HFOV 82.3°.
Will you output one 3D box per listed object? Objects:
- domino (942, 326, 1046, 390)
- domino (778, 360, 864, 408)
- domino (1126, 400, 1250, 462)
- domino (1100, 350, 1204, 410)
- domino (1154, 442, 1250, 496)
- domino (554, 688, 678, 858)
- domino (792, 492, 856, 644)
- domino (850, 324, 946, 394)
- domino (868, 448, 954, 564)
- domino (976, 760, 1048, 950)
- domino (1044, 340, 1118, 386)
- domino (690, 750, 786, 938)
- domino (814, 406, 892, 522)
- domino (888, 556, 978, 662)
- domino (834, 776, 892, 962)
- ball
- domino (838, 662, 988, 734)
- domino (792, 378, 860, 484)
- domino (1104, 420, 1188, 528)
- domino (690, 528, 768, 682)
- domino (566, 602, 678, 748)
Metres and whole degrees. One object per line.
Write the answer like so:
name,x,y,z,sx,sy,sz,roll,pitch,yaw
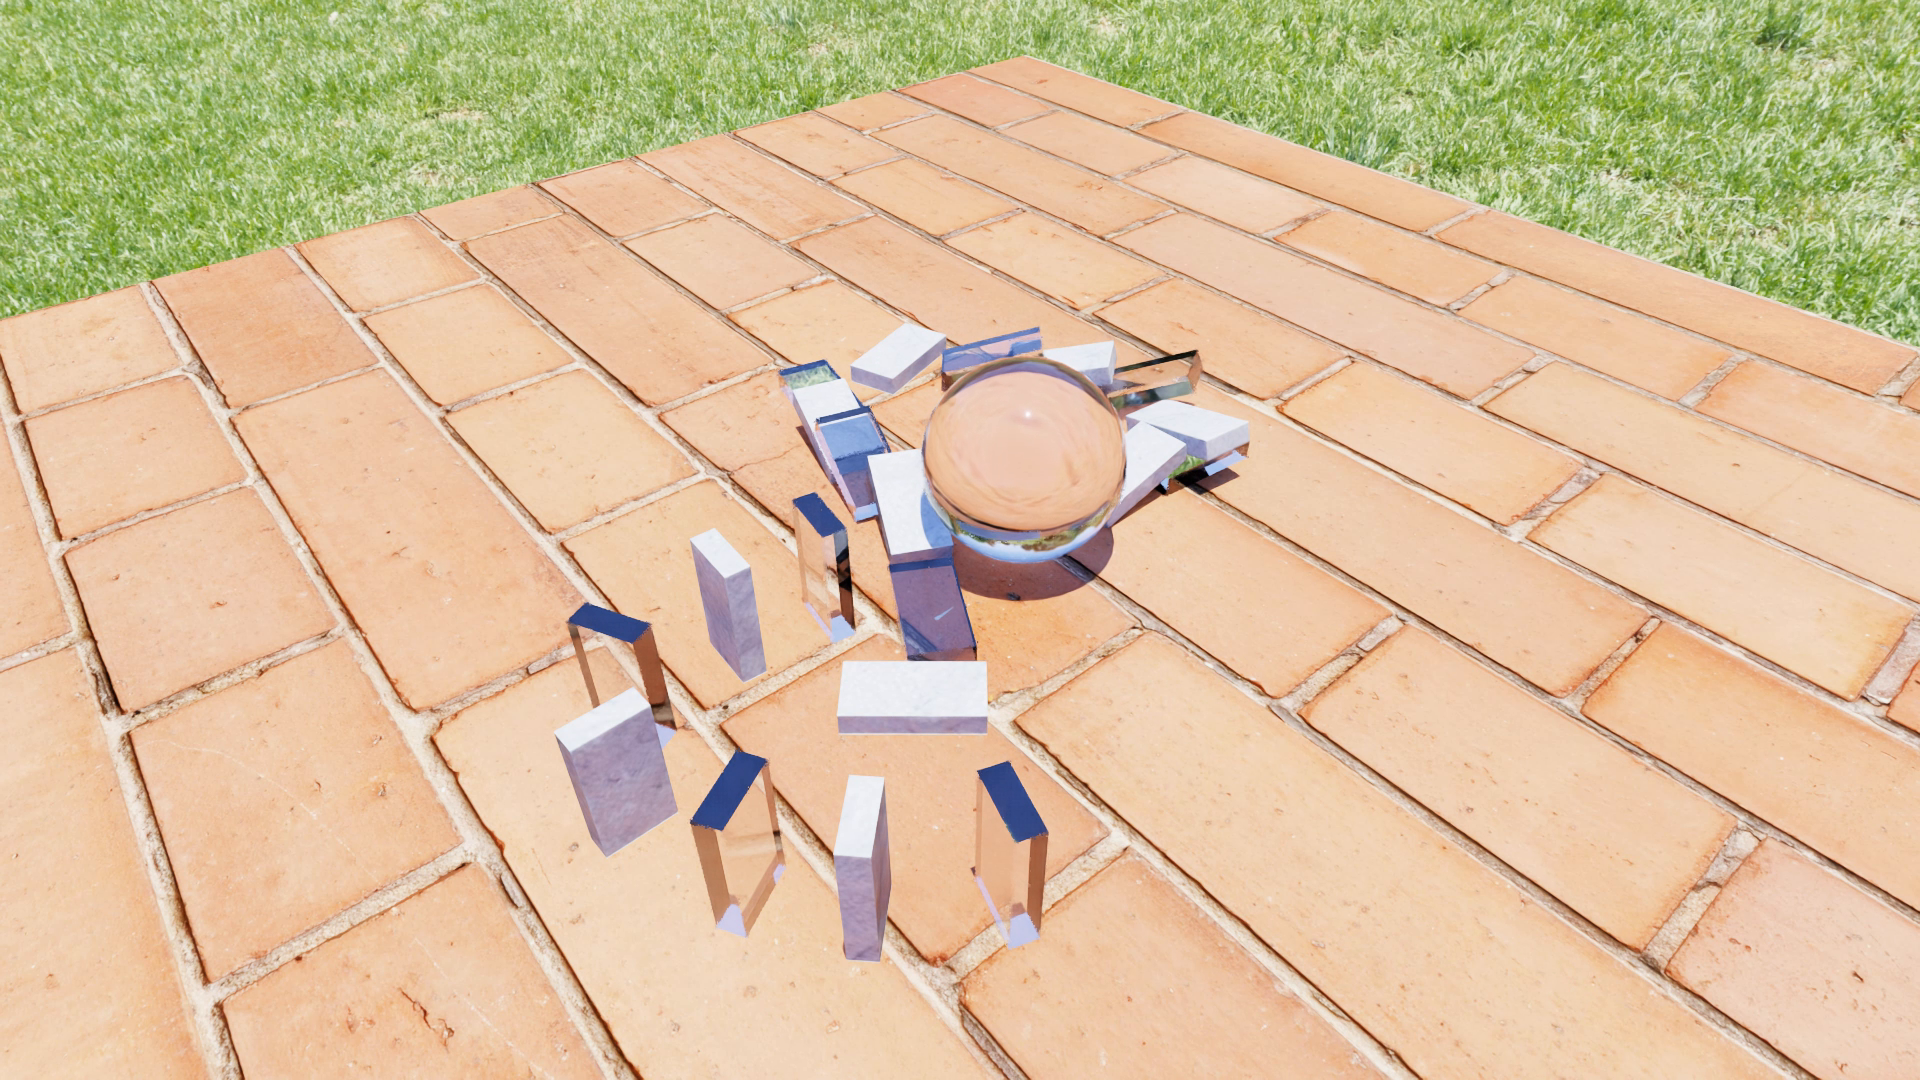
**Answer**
domino,0.016,-0.090,0.542,0.050,0.010,0.025,-12,36,9
domino,-0.066,-0.068,0.527,0.025,0.010,0.050,-18,43,-21
domino,0.100,-0.049,0.484,0.025,0.010,0.050,-24,30,-26
domino,0.087,-0.074,0.518,0.050,0.009,0.025,-9,32,30
domino,0.102,-0.038,0.490,0.050,0.010,0.025,-24,45,-27
domino,-0.101,0.070,0.326,0.025,0.050,0.010,-30,48,-32
domino,-0.049,0.010,0.399,0.009,0.050,0.025,-21,44,-24
domino,-0.031,-0.092,0.556,0.025,0.009,0.050,21,44,23
domino,-0.021,-0.014,0.449,0.025,0.009,0.050,-9,57,-11
domino,0.014,0.088,0.304,0.010,0.050,0.025,-14,41,-17
domino,0.050,-0.083,0.535,0.050,0.010,0.025,-5,37,19
domino,-0.061,0.085,0.307,0.010,0.050,0.025,13,41,15
domino,-0.042,-0.034,0.472,0.025,0.010,0.050,-16,61,-19
domino,-0.011,0.027,0.410,0.025,0.010,0.050,-7,40,-8
domino,-0.026,0.091,0.301,0.009,0.050,0.025,3,39,4
ball,0.025,-0.031,0.425,0.080,0.080,0.080,0,39,0
domino,-0.016,0.054,0.378,0.050,0.009,0.025,0,39,0
domino,-0.055,-0.050,0.494,0.025,0.010,0.050,-16,57,-19
domino,0.070,-0.029,0.468,0.050,0.010,0.025,-39,50,-20
domino,-0.080,0.023,0.383,0.009,0.050,0.025,-26,46,-28
domino,-0.109,0.045,0.357,0.025,0.050,0.009,15,42,18
